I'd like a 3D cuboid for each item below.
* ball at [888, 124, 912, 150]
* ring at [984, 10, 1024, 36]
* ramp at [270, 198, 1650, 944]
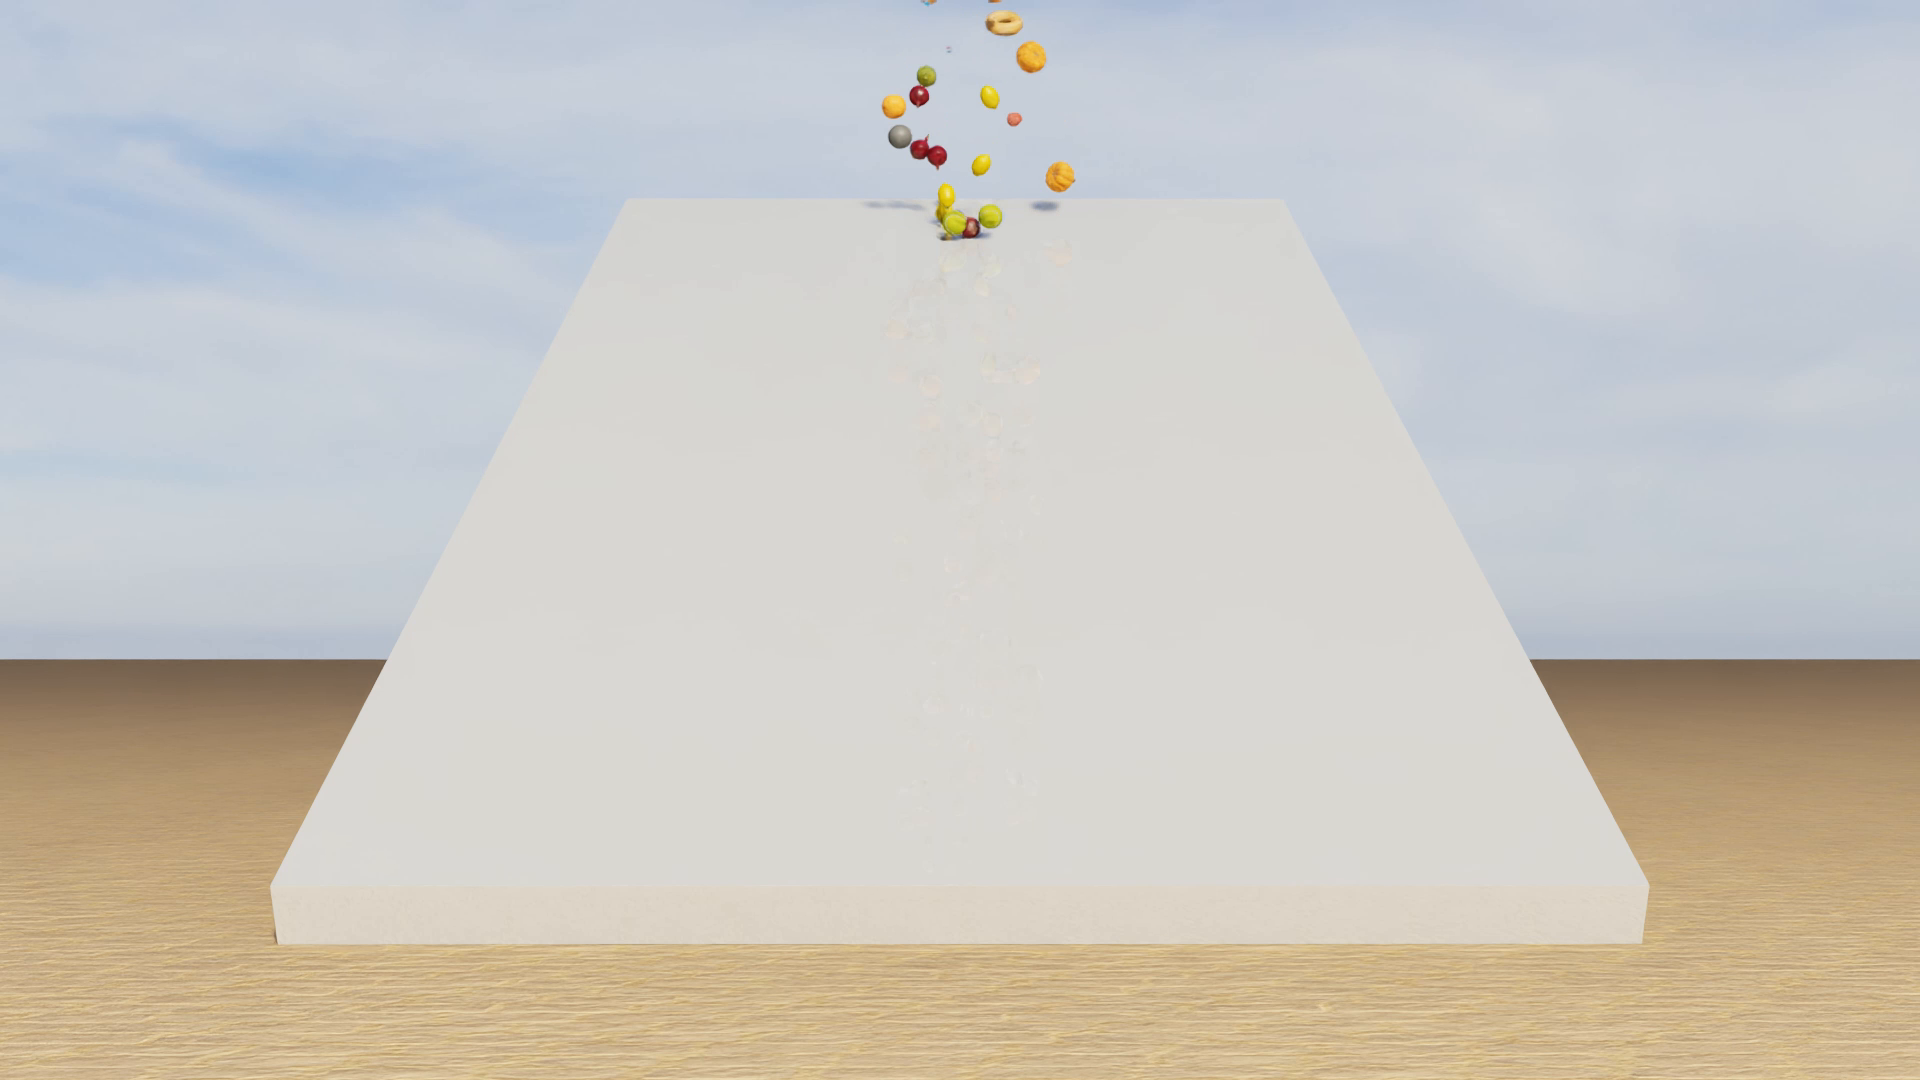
[{"bbox_3d":[-0.173,-1.163,6.654,0.070,0.070,0.070,0,-3,0],"label":"ball"},{"bbox_3d":[0.129,-1.513,6.753,0.114,0.038,0.114,2,41,-2],"label":"ring"},{"bbox_3d":[-0.007,-0.224,5.209,2.000,0.100,4.000,0,23,0],"label":"ramp"}]
